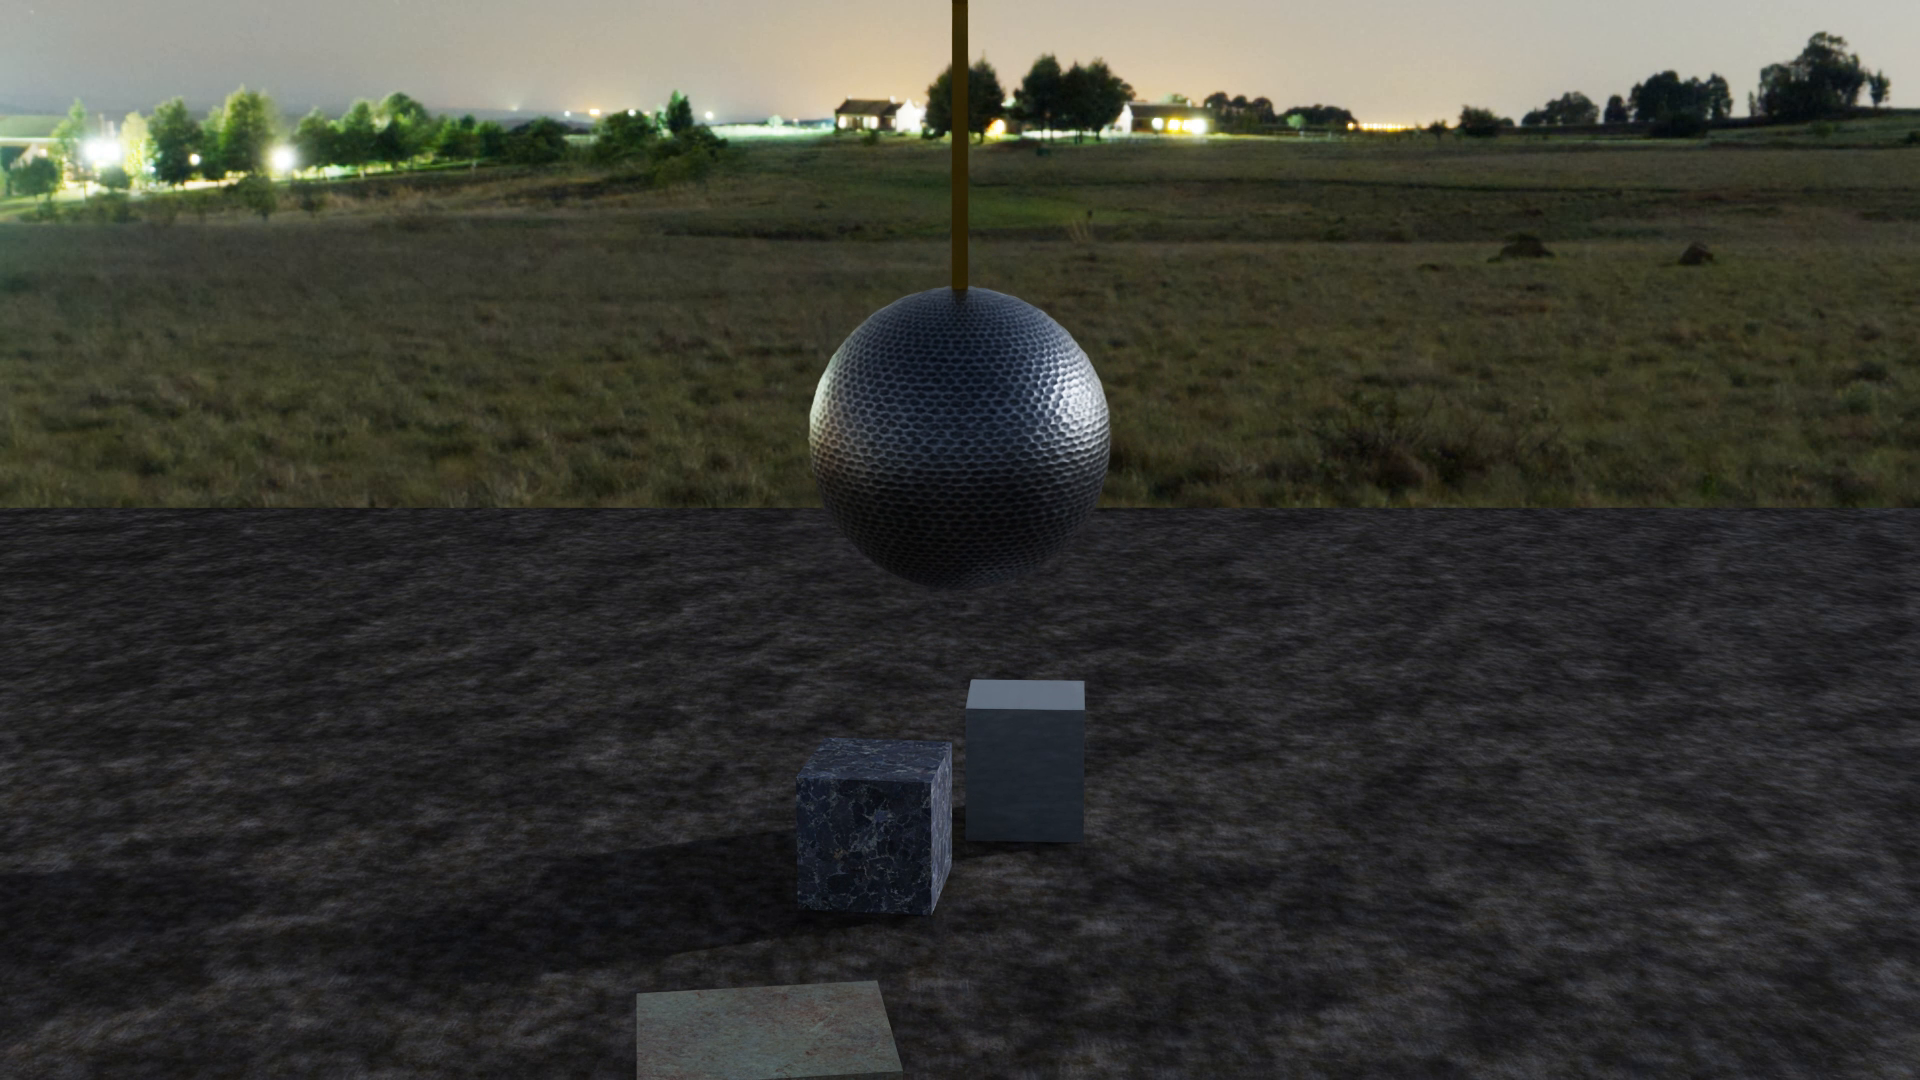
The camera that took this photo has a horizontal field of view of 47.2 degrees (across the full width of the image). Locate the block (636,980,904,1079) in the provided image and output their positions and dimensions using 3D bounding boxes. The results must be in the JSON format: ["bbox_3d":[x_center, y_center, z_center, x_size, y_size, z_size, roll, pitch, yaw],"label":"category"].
[{"bbox_3d":[-0.625,1.912,7.083,0.805,0.704,0.743,-1,10,-8],"label":"block"}]

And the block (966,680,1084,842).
[{"bbox_3d":[0.342,1.135,11.388,0.598,0.692,0.606,1,10,3],"label":"block"}]

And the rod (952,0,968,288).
[{"bbox_3d":[0.000,-3.816,10.717,0.080,5.200,0.080,0,15,0],"label":"rod"}]

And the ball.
[{"bbox_3d":[0.000,-0.536,11.614,1.600,1.600,1.600,0,10,0],"label":"ball"}]

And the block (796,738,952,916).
[{"bbox_3d":[-0.395,1.343,10.417,0.625,0.631,0.698,1,10,7],"label":"block"}]
